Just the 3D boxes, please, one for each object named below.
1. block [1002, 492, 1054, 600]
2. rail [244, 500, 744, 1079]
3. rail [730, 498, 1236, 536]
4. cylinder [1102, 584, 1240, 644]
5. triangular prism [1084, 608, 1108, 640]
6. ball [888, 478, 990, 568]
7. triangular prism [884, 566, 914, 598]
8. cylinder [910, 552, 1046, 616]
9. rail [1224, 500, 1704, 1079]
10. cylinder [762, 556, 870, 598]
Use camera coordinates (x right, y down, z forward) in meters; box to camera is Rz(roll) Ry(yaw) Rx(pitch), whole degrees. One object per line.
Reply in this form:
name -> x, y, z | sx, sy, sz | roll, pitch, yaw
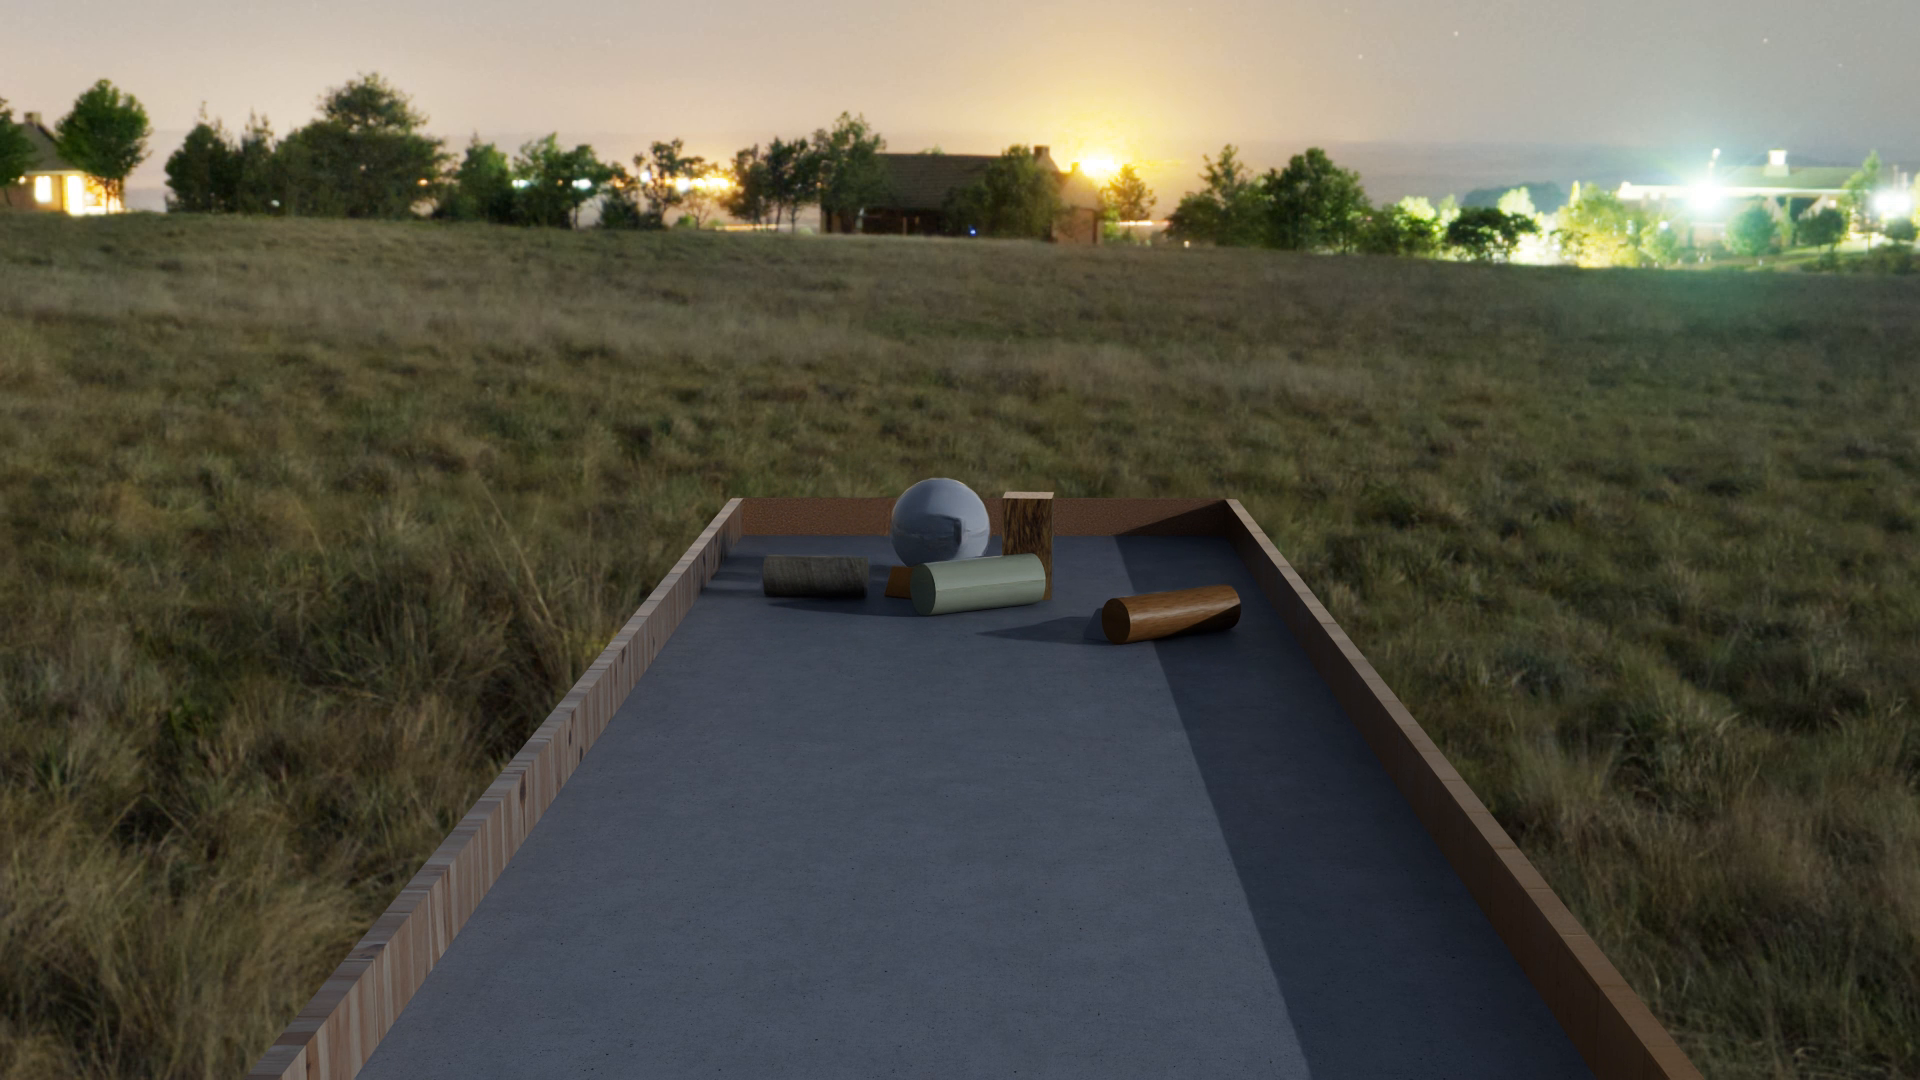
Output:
block -> 0.241, 0.019, 7.747 | 0.171, 0.357, 0.171 | 1, 9, 5
rail -> -1.004, 0.839, 3.234 | 0.050, 0.150, 12.000 | 0, 9, 1
rail -> 0.099, -0.098, 9.147 | 2.100, 0.150, 0.050 | 0, 9, 1
cylinder -> 0.679, 0.237, 7.047 | 0.456, 0.147, 0.147 | -6, 11, -34
triangular prism -> 0.551, 0.244, 7.143 | 0.111, 0.096, 0.352 | 8, 12, 39
ball -> -0.076, -0.045, 8.106 | 0.371, 0.371, 0.371 | 0, 9, 0
triangular prism -> -0.096, 0.152, 7.710 | 0.323, 0.100, 0.116 | 5, 10, 29
cylinder -> 0.062, 0.150, 7.496 | 0.432, 0.178, 0.178 | -5, 10, -30
rail -> 1.046, 0.843, 3.208 | 0.050, 0.150, 12.000 | 0, 9, 1
cylinder -> -0.506, 0.129, 7.747 | 0.355, 0.141, 0.141 | 1, 9, 6
